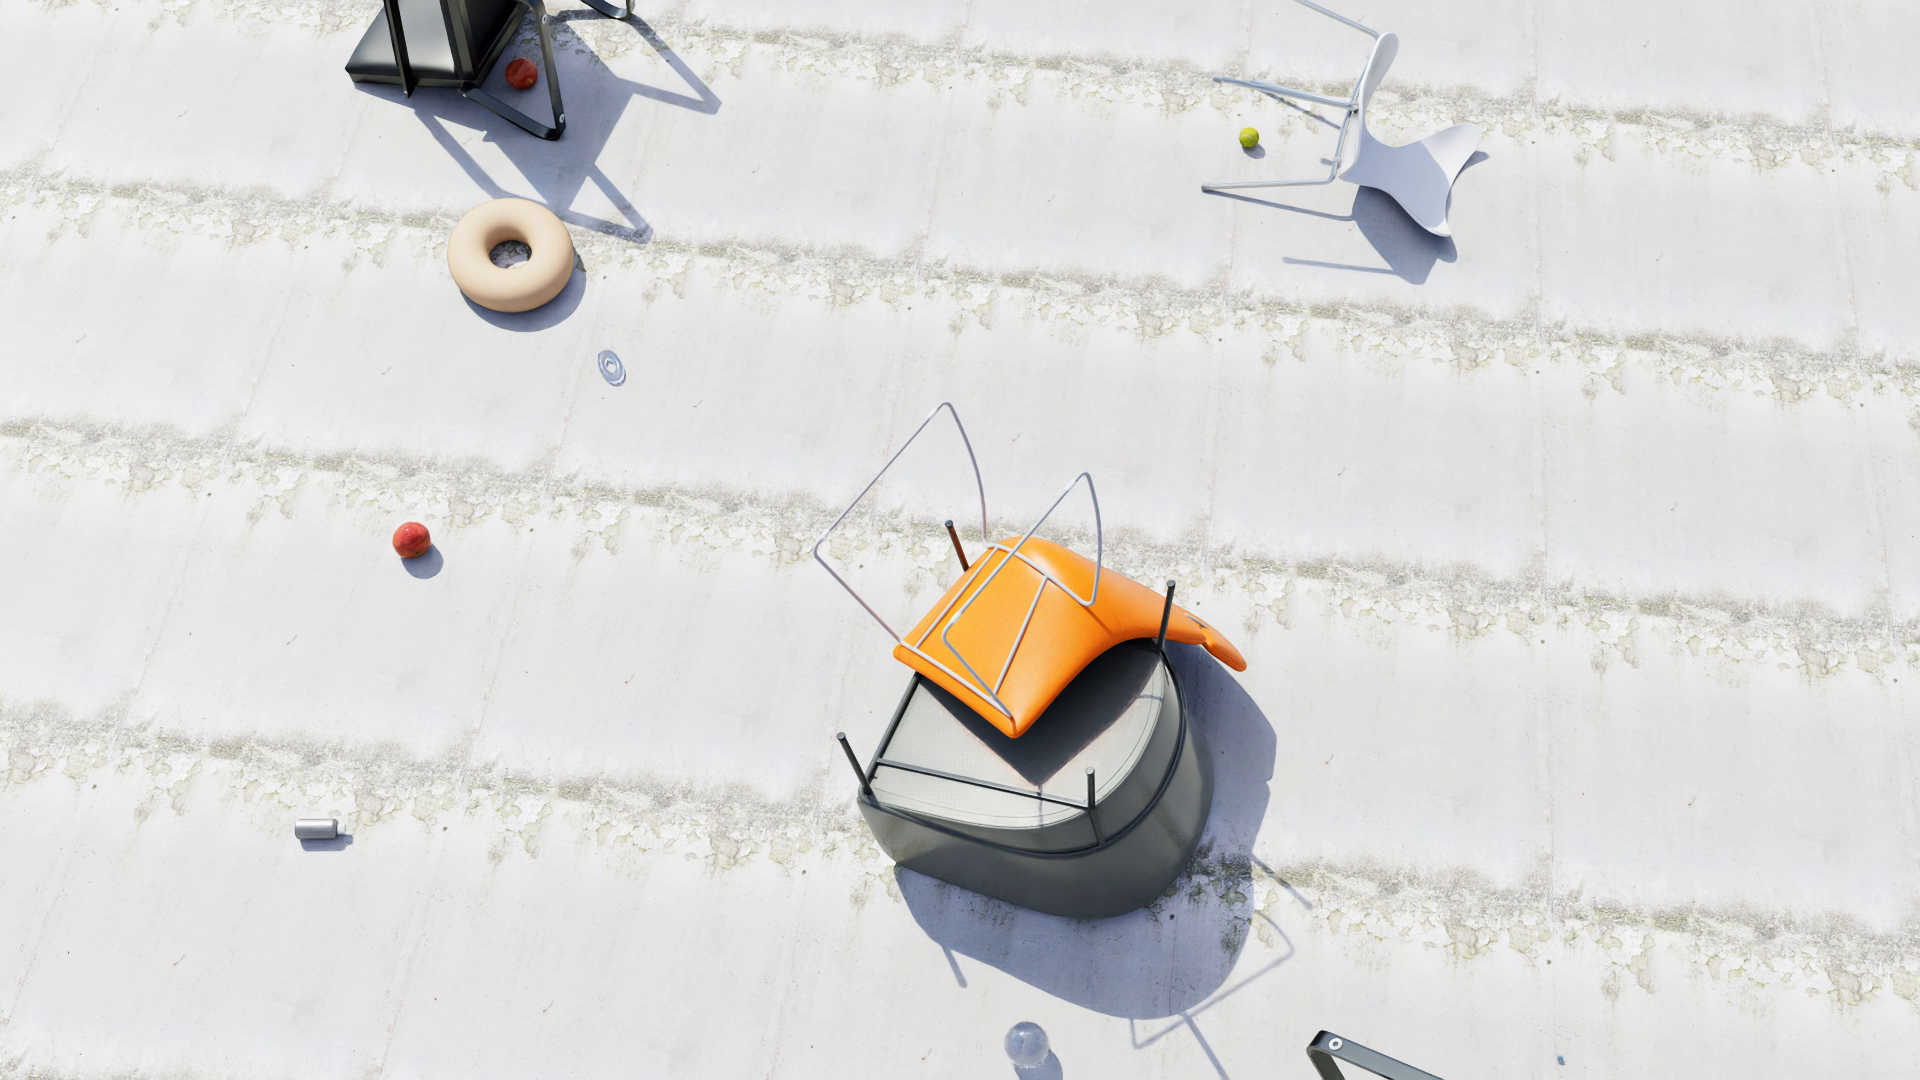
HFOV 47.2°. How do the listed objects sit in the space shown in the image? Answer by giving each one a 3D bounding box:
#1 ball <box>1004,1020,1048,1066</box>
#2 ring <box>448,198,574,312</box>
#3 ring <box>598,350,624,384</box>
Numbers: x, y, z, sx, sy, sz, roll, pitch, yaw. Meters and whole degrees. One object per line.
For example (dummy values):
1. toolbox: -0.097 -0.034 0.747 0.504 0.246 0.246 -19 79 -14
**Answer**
1. ball: 0.170 1.292 5.638 0.115 0.115 0.115 0 56 0
2. ring: -1.455 -0.925 7.125 0.403 0.119 0.465 -22 60 -13
3. ring: -1.101 -0.547 6.930 0.075 0.018 0.148 -20 59 -12
